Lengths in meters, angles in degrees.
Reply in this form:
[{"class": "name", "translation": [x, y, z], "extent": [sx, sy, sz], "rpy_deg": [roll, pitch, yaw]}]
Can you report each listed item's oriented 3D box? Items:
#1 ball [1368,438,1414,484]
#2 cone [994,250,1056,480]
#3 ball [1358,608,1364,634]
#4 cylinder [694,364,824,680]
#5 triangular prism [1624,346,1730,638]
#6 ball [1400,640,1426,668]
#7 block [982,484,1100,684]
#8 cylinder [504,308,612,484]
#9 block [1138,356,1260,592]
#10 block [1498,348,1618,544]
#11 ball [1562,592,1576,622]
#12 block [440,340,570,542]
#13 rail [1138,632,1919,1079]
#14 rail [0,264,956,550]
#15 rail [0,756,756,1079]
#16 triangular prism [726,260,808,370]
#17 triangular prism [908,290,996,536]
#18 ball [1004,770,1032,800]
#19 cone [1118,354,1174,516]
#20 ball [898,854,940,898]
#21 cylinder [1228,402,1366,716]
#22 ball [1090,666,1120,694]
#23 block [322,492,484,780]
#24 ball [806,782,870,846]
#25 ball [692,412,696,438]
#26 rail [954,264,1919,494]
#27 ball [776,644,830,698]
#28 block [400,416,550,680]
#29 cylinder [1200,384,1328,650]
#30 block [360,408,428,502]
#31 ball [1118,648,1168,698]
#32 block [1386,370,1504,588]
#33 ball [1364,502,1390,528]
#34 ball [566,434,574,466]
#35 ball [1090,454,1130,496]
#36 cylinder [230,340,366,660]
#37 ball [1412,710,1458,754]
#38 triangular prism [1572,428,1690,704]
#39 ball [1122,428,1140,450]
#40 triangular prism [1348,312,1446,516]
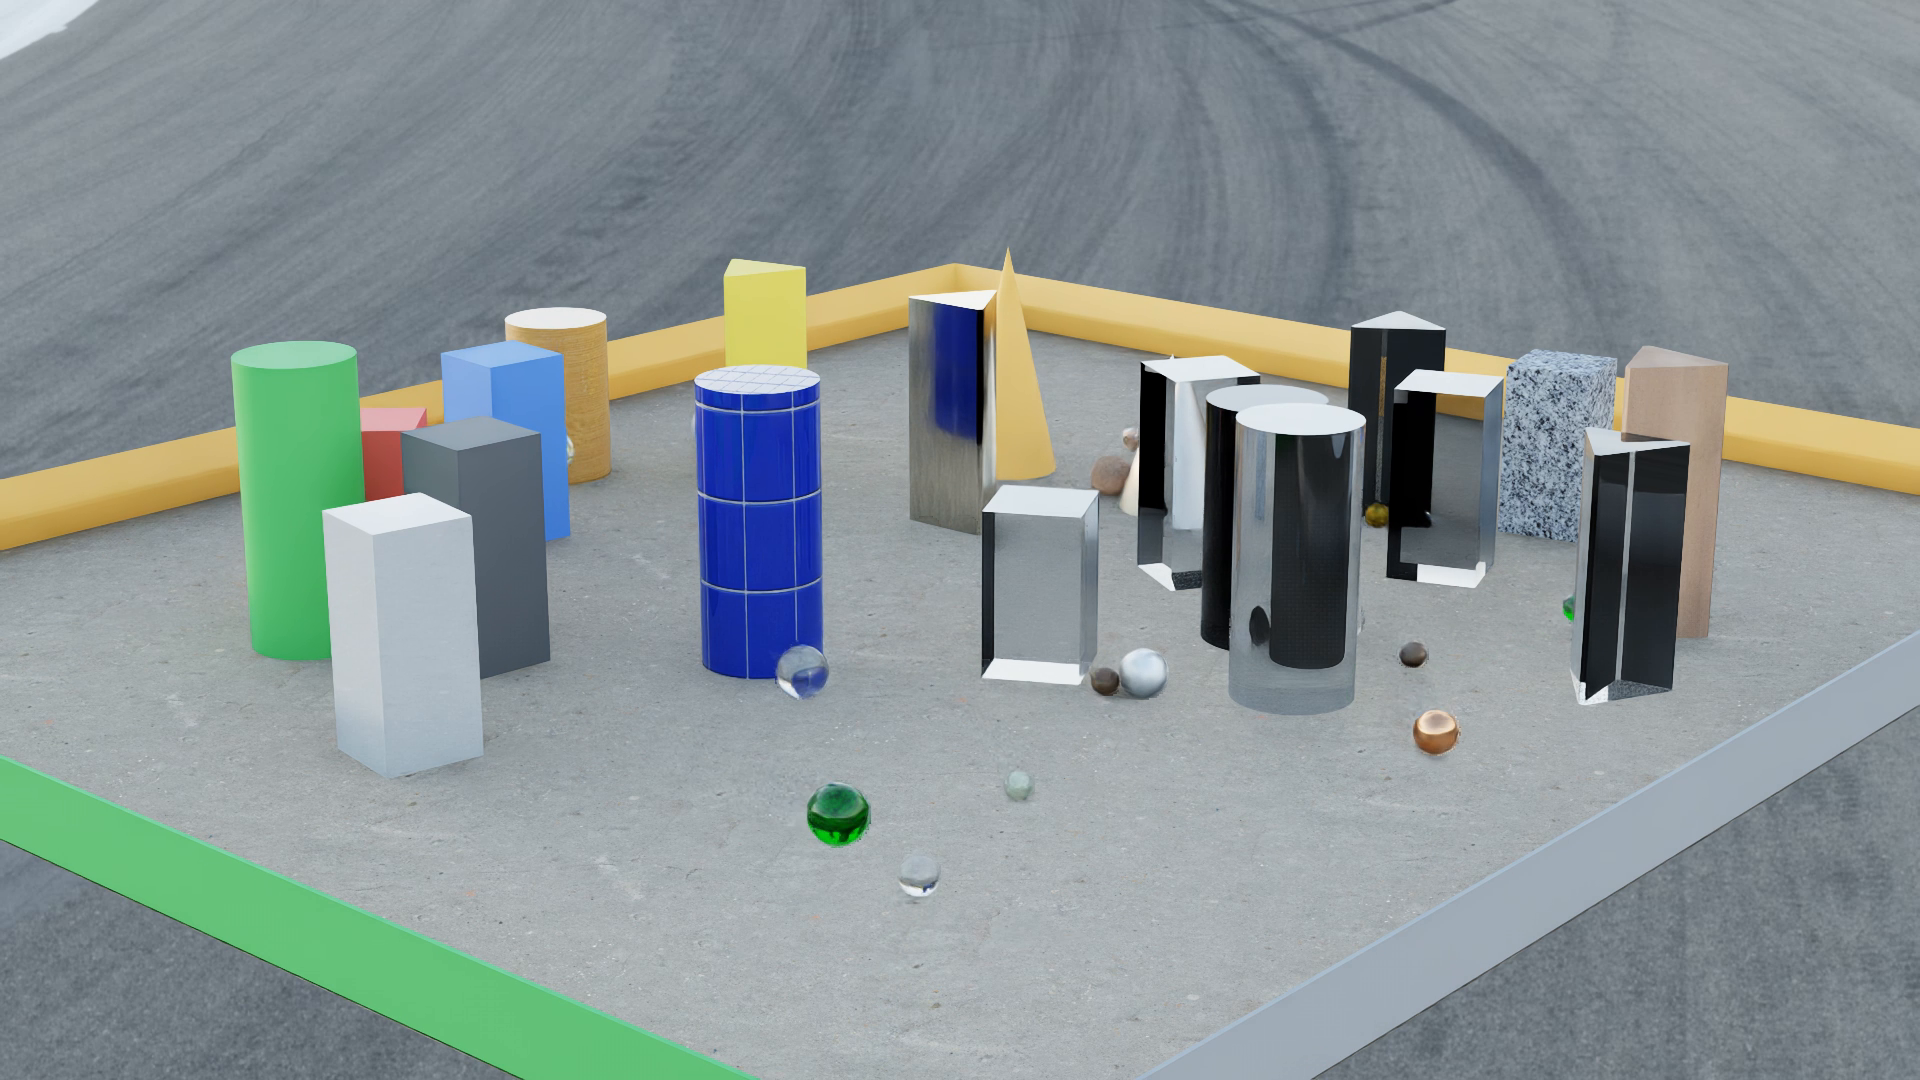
[{"class": "ball", "translation": [0.855, -0.157, 5.817], "extent": [0.093, 0.093, 0.093], "rpy_deg": [0, 17, 0]}, {"class": "cone", "translation": [0.096, -0.366, 5.883], "extent": [0.200, 0.454, 0.200], "rpy_deg": [0, 17, 0]}, {"class": "ball", "translation": [0.642, 0.135, 4.894], "extent": [0.066, 0.066, 0.066], "rpy_deg": [0, 17, 0]}, {"class": "cylinder", "translation": [-0.323, -0.030, 4.736], "extent": [0.200, 0.472, 0.200], "rpy_deg": [0, 17, 0]}, {"class": "triangular prism", "translation": [1.161, -0.081, 4.913], "extent": [0.173, 0.468, 0.150], "rpy_deg": [-2, 17, -7]}, {"class": "ball", "translation": [0.736, 0.185, 4.764], "extent": [0.044, 0.044, 0.044], "rpy_deg": [0, 17, 0]}, {"class": "block", "translation": [0.131, 0.071, 4.738], "extent": [0.160, 0.279, 0.160], "rpy_deg": [4, 17, 12]}, {"class": "cylinder", "translation": [-0.803, -0.289, 5.866], "extent": [0.200, 0.317, 0.200], "rpy_deg": [0, 17, 0]}, {"class": "block", "translation": [0.421, -0.120, 5.200], "extent": [0.160, 0.378, 0.160], "rpy_deg": [-6, 18, -18]}, {"class": "block", "translation": [1.120, -0.178, 5.494], "extent": [0.160, 0.319, 0.160], "rpy_deg": [9, 19, 28]}, {"class": "ball", "translation": [1.051, 0.115, 4.986], "extent": [0.051, 0.051, 0.051], "rpy_deg": [0, 17, 0]}, {"class": "block", "translation": [-0.842, -0.176, 5.438], "extent": [0.160, 0.348, 0.160], "rpy_deg": [-15, 22, -41]}, {"class": "rail", "translation": [1.122, 0.313, 4.187], "extent": [0.045, 0.130, 3.432], "rpy_deg": [14, 22, 39]}, {"class": "rail", "translation": [-1.122, -0.248, 6.052], "extent": [0.045, 0.130, 3.432], "rpy_deg": [14, 22, 39]}, {"class": "rail", "translation": [-1.109, 0.401, 3.896], "extent": [3.018, 0.130, 0.045], "rpy_deg": [14, 22, 39]}, {"class": "triangular prism", "translation": [-0.415, -0.339, 5.846], "extent": [0.173, 0.424, 0.150], "rpy_deg": [-9, 19, -28]}, {"class": "triangular prism", "translation": [0.018, -0.248, 5.530], "extent": [0.173, 0.431, 0.150], "rpy_deg": [13, 21, 38]}, {"class": "ball", "translation": [0.084, 0.353, 4.213], "extent": [0.042, 0.042, 0.042], "rpy_deg": [0, 17, 0]}, {"class": "cone", "translation": [0.405, -0.211, 5.632], "extent": [0.200, 0.303, 0.200], "rpy_deg": [0, 17, 0]}, {"class": "ball", "translation": [-0.054, 0.445, 3.883], "extent": [0.056, 0.056, 0.056], "rpy_deg": [0, 17, 0]}, {"class": "cylinder", "translation": [0.525, 0.028, 4.582], "extent": [0.200, 0.450, 0.200], "rpy_deg": [0, 17, 0]}, {"class": "ball", "translation": [0.230, 0.223, 4.639], "extent": [0.045, 0.045, 0.045], "rpy_deg": [0, 17, 0]}, {"class": "block", "translation": [-0.825, 0.139, 4.347], "extent": [0.160, 0.373, 0.160], "rpy_deg": [-13, 21, -36]}, {"class": "ball", "translation": [-0.169, 0.378, 4.049], "extent": [0.088, 0.088, 0.088], "rpy_deg": [0, 17, 0]}, {"class": "ball", "translation": [-0.506, -0.236, 6.067], "extent": [0.100, 0.100, 0.100], "rpy_deg": [0, 17, 0]}, {"class": "rail", "translation": [1.109, -0.336, 6.343], "extent": [3.018, 0.130, 0.045], "rpy_deg": [14, 22, 39]}, {"class": "ball", "translation": [-0.248, 0.208, 4.620], "extent": [0.085, 0.085, 0.085], "rpy_deg": [0, 17, 0]}, {"class": "block", "translation": [-0.783, 0.012, 4.749], "extent": [0.160, 0.385, 0.160], "rpy_deg": [-15, 23, -41]}, {"class": "cylinder", "translation": [0.504, -0.036, 4.867], "extent": [0.200, 0.408, 0.200], "rpy_deg": [0, 17, 0]}, {"class": "block", "translation": [-1.005, -0.052, 5.071], "extent": [0.160, 0.322, 0.160], "rpy_deg": [-1, 17, -2]}, {"class": "ball", "translation": [0.289, 0.210, 4.623], "extent": [0.078, 0.078, 0.078], "rpy_deg": [0, 17, 0]}, {"class": "block", "translation": [0.864, -0.111, 5.224], "extent": [0.160, 0.347, 0.160], "rpy_deg": [7, 18, 21]}, {"class": "ball", "translation": [0.787, -0.046, 5.527], "extent": [0.048, 0.048, 0.048], "rpy_deg": [0, 17, 0]}, {"class": "ball", "translation": [-0.801, -0.173, 5.740], "extent": [0.091, 0.091, 0.091], "rpy_deg": [0, 17, 0]}, {"class": "ball", "translation": [0.296, -0.126, 5.733], "extent": [0.081, 0.081, 0.081], "rpy_deg": [0, 17, 0]}, {"class": "cylinder", "translation": [-1.080, -0.066, 4.826], "extent": [0.200, 0.490, 0.200], "rpy_deg": [0, 17, 0]}, {"class": "ball", "translation": [0.712, 0.287, 4.387], "extent": [0.067, 0.067, 0.067], "rpy_deg": [0, 17, 0]}, {"class": "triangular prism", "translation": [1.024, 0.035, 4.638], "extent": [0.173, 0.405, 0.150], "rpy_deg": [-7, 18, -22]}, {"class": "ball", "translation": [0.360, -0.209, 6.065], "extent": [0.048, 0.048, 0.048], "rpy_deg": [0, 17, 0]}, {"class": "triangular prism", "translation": [0.833, -0.241, 5.617], "extent": [0.173, 0.370, 0.150], "rpy_deg": [2, 17, 8]}]
